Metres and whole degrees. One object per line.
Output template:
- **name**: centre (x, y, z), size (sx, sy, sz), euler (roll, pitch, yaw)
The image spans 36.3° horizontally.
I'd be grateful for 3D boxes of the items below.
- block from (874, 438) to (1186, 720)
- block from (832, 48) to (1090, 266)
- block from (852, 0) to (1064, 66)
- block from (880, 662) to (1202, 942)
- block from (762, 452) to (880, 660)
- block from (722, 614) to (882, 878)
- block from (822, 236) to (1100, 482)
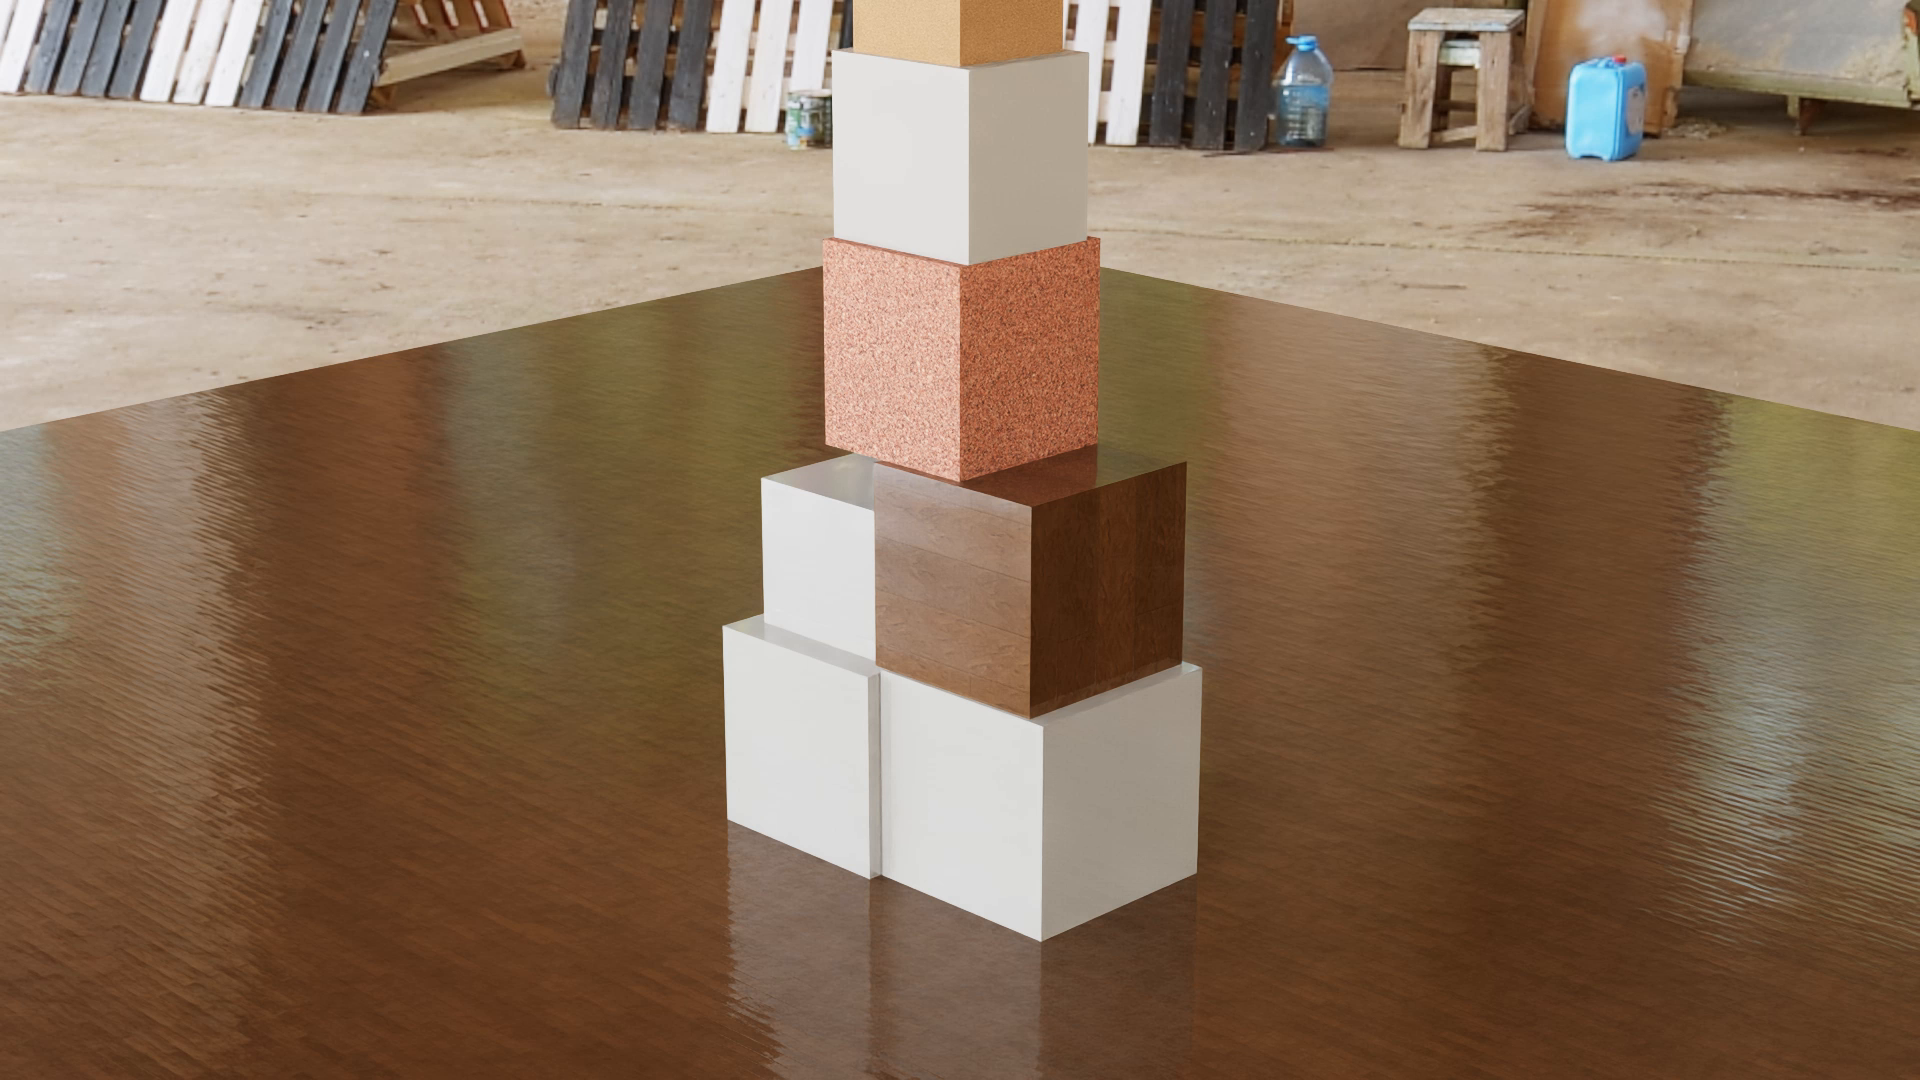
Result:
- **block**: centre (0.311, 0.108, 13.073), size (0.994, 0.950, 0.960), euler (-17, 24, -42)
- **block**: centre (0.001, -1.720, 12.802), size (0.737, 0.824, 0.838), euler (-17, 24, -42)
- **block**: centre (-0.008, -2.435, 12.568), size (0.629, 0.679, 0.651), euler (-17, 24, -42)
- **block**: centre (0.367, 1.056, 13.314), size (1.040, 1.002, 1.002), euler (-17, 24, -42)
- **block**: centre (-0.337, 0.051, 13.723), size (0.820, 0.711, 0.838), euler (-17, 24, -42)
- **block**: centre (-0.360, 0.856, 13.984), size (1.145, 0.981, 0.994), euler (-17, 24, -42)
- **block**: centre (0.008, -0.882, 13.073), size (0.879, 0.939, 0.853), euler (-17, 24, -42)
